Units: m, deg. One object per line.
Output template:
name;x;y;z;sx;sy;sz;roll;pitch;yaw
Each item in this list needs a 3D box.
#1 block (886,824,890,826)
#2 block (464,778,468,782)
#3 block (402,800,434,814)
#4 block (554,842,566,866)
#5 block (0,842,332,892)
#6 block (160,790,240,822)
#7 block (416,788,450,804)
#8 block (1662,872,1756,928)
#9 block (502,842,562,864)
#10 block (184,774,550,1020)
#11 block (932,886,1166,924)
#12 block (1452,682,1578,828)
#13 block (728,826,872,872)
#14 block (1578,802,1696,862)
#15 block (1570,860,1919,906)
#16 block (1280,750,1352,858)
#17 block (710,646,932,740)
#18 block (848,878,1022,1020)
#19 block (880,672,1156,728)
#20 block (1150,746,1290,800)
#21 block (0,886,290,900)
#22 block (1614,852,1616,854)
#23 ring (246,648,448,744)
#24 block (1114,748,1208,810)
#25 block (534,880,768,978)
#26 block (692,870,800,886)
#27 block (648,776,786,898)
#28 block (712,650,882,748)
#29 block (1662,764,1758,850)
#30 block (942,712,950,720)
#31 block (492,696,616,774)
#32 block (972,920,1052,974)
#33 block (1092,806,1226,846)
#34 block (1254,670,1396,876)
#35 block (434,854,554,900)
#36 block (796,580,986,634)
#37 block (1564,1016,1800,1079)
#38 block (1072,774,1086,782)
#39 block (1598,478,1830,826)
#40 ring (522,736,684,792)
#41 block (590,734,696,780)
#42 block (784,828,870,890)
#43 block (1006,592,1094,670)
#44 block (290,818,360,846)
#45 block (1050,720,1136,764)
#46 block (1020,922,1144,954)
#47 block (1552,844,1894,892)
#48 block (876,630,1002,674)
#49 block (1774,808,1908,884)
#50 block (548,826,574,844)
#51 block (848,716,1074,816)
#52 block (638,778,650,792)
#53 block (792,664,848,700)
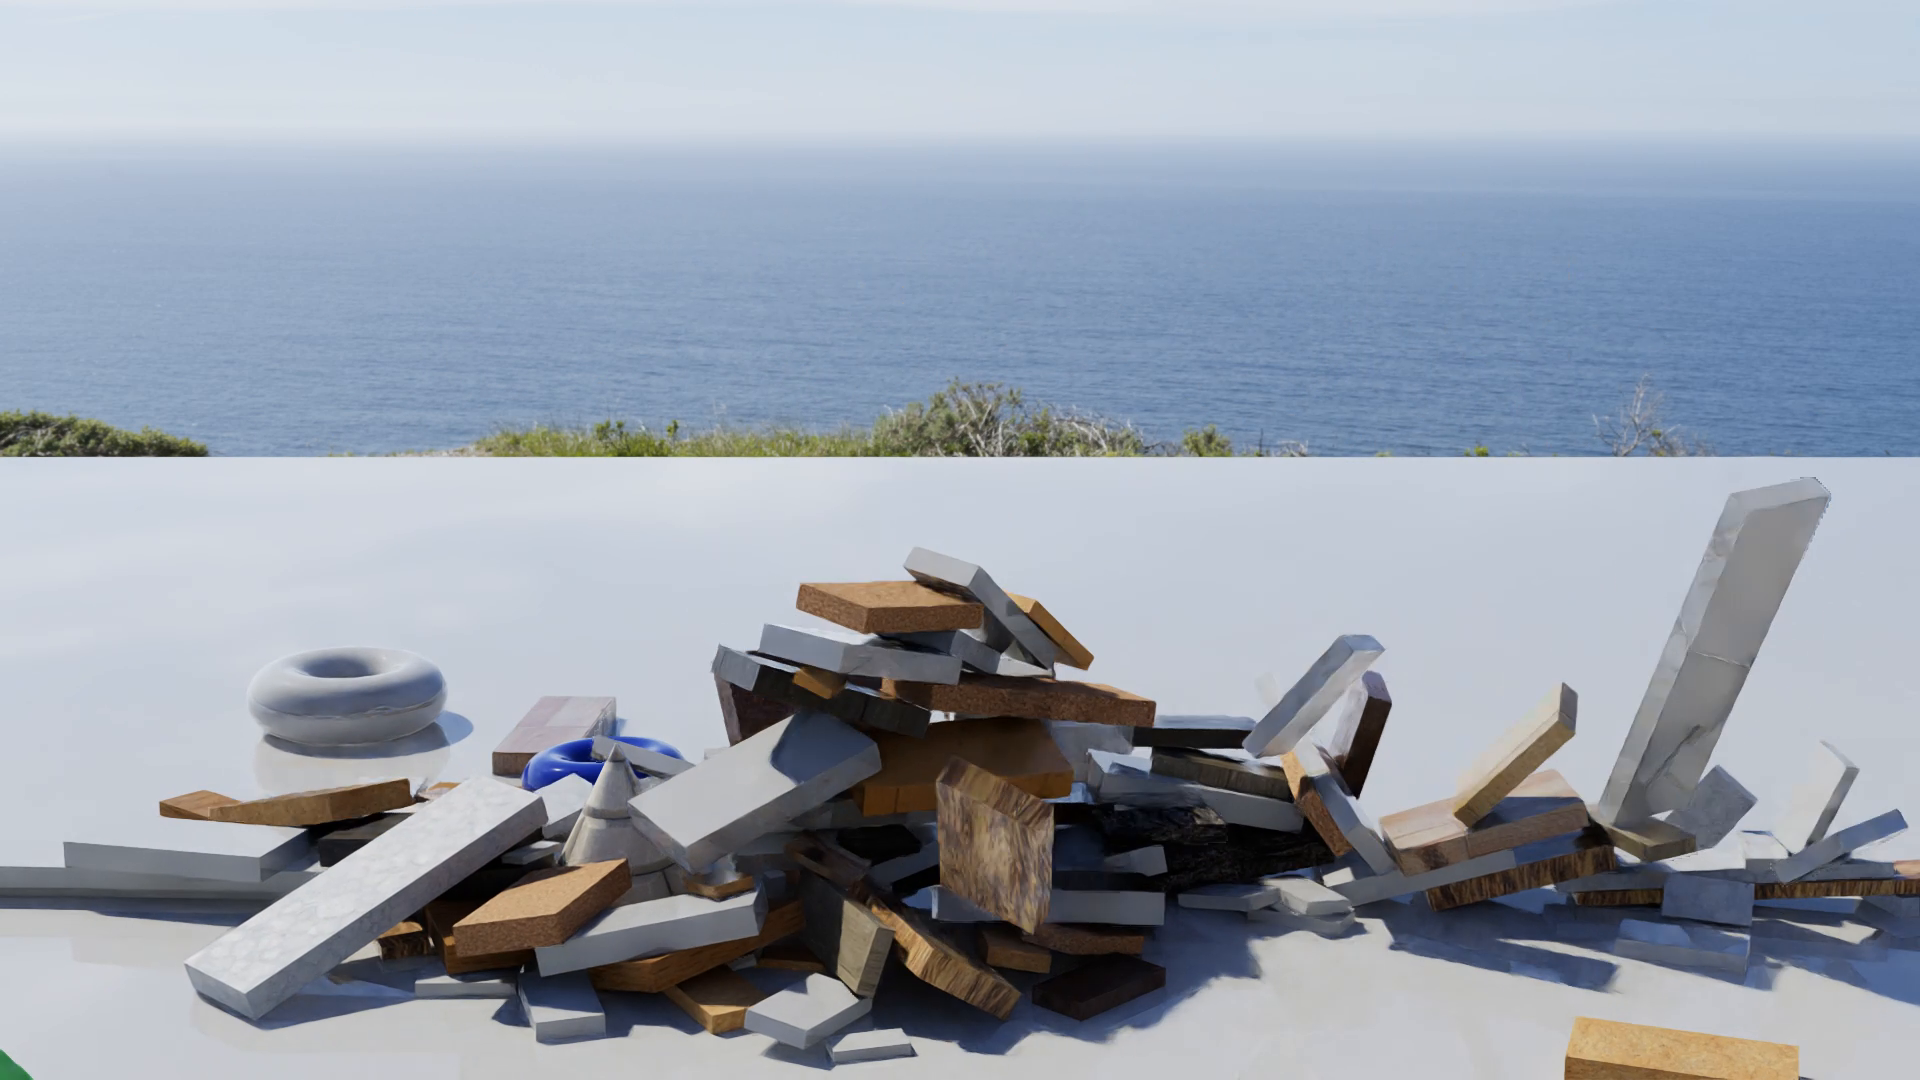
block;-0.251;0.464;3.838;0.184;0.184;0.184;-9;14;-43
block;-0.782;0.449;3.726;0.128;0.018;0.064;21;32;-22
block;-0.888;0.490;3.847;0.182;0.026;0.091;-11;39;5
block;-0.717;0.541;3.752;0.182;0.026;0.091;9;10;-20
block;-1.591;0.543;3.687;1.187;0.036;0.126;1;11;3
block;-1.384;0.502;4.066;0.190;0.027;0.095;8;13;37
block;-0.939;0.484;4.054;0.128;0.018;0.064;9;14;41
block;1.203;0.579;3.536;0.137;0.068;0.019;4;-16;23
block;-0.690;0.504;3.542;0.046;0.013;0.092;-2;7;31
block;-0.898;0.534;3.370;0.168;0.048;0.559;11;33;40
block;0.135;0.571;3.436;0.348;0.049;0.174;2;-9;-3
block;0.890;0.344;3.523;0.035;0.247;0.123;38;31;-3
block;-0.262;0.480;3.490;0.222;0.031;0.111;0;24;-23
block;1.089;0.471;3.569;0.095;0.027;0.191;-8;15;-24
block;1.464;0.557;3.612;0.900;0.025;0.089;-3;12;5
block;0.597;0.412;3.768;0.033;0.117;0.458;-36;8;9
block;-0.220;0.242;3.491;0.318;0.045;0.159;19;-2;-31
block;-0.047;0.603;3.256;0.161;0.046;0.321;31;-3;-25
block;0.102;0.263;3.703;0.452;0.045;0.159;7;4;-33
block;0.444;0.393;3.760;0.235;0.033;0.117;11;6;4
block;-1.726;0.570;3.709;1.401;0.025;0.089;1;11;3
block;1.093;0.553;3.817;0.068;0.019;0.137;-9;14;-41
ring;-1.306;0.329;4.698;0.417;0.139;0.417;1;11;0
block;0.398;0.473;4.166;0.174;0.049;0.386;9;14;39
block;-0.452;0.573;3.255;0.322;0.046;0.161;-11;4;1
block;-0.377;0.499;3.724;0.159;0.159;0.159;-10;14;-43
block;-0.401;0.496;3.579;0.031;0.111;0.382;-9;29;-36
block;-0.260;0.276;3.864;0.336;0.168;0.048;-2;-24;-34
block;1.264;0.476;3.745;0.089;0.177;0.025;45;30;20
block;0.016;0.364;4.262;0.081;0.261;0.023;15;55;27
block;-0.835;0.402;4.558;0.161;0.046;0.440;0;11;2
block;0.077;0.616;3.332;0.095;0.027;0.190;10;1;-6
block;0.323;0.468;3.596;0.199;0.028;0.099;-1;11;-10
block;0.608;0.386;3.697;0.035;0.123;0.418;-36;35;9
block;-0.841;0.542;3.575;0.322;0.046;0.161;-4;6;8
block;-0.108;0.105;3.499;0.145;0.041;0.291;18;11;37
block;0.966;0.704;2.944;0.291;0.041;0.145;4;11;20
block;0.094;0.418;4.118;0.304;0.043;0.152;23;-6;-32
block;1.151;0.185;3.388;0.152;0.647;0.043;-10;42;-22
ring;-0.668;0.446;4.148;0.313;0.104;0.313;-2;8;0
block;-0.432;0.391;3.629;0.360;0.013;0.046;18;31;-9
block;-0.207;0.496;3.420;0.122;0.017;0.061;25;31;20
block;0.138;0.154;3.761;0.099;0.028;0.199;14;-22;43
block;-1.112;0.528;3.801;0.251;0.036;0.126;-6;15;2
block;0.215;0.391;4.372;0.291;0.145;0.041;-3;54;-17
block;0.188;0.608;3.359;0.095;0.027;0.190;9;-2;39
block;1.248;0.540;3.630;0.539;0.027;0.095;-3;12;3
block;-0.039;0.173;3.691;0.145;0.041;0.291;14;-7;18
block;1.396;0.484;3.481;0.235;0.033;0.117;-6;-27;-44
block;-0.643;0.519;3.875;0.181;0.026;0.090;15;13;11
block;-0.013;0.362;3.561;0.353;0.050;0.176;-3;28;-20
block;-0.527;0.492;3.822;0.190;0.027;0.095;42;30;29
block;-0.212;0.214;3.355;0.061;0.017;0.122;27;8;6
